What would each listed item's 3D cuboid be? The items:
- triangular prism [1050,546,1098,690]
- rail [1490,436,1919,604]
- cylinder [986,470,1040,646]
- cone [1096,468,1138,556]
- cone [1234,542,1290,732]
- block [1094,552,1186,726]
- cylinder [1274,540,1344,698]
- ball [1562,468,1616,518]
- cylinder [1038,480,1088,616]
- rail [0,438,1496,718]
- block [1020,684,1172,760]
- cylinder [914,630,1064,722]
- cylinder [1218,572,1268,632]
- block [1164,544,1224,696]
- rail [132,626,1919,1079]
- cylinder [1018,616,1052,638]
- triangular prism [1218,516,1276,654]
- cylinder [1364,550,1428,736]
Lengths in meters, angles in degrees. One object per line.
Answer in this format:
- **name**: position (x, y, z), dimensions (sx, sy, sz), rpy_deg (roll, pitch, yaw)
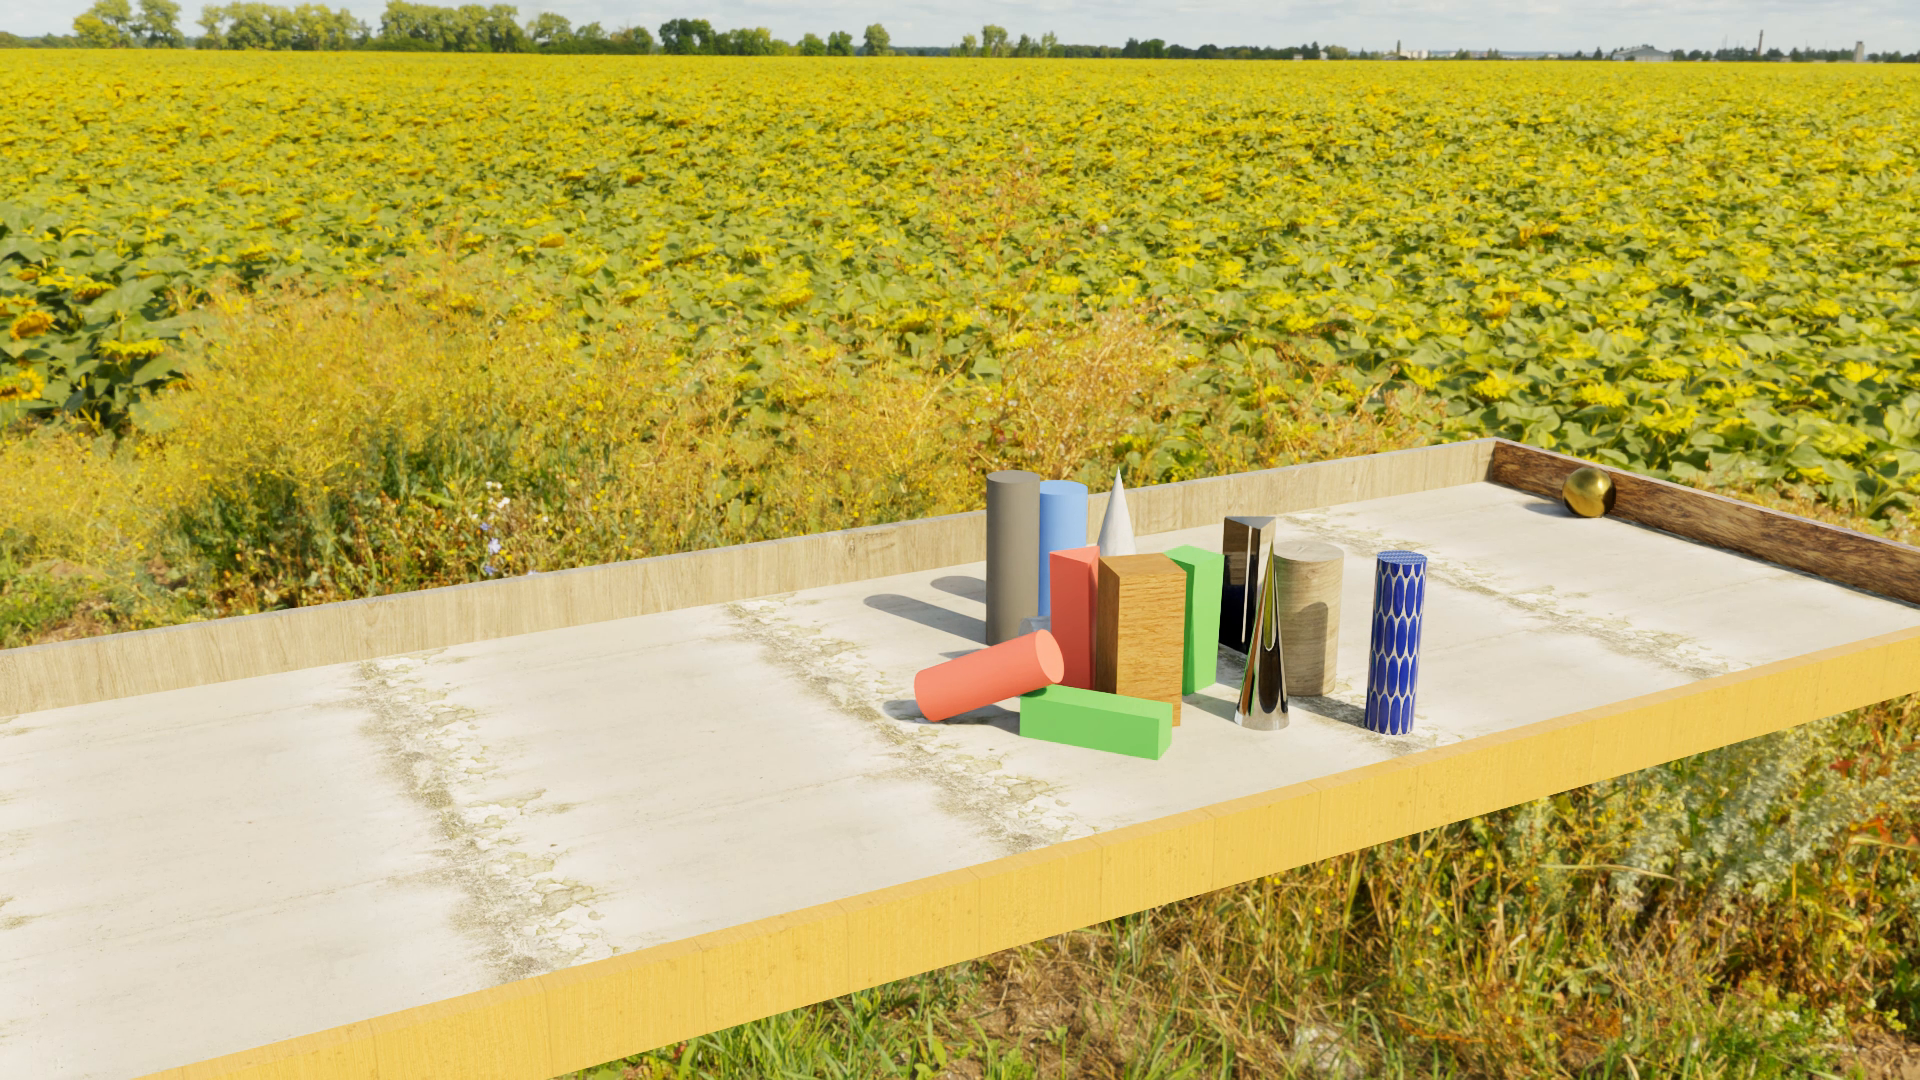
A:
- **triangular prism**: position (0.305, 0.199, 4.030), dimensions (0.126, 0.360, 0.109), rpy_deg (15, 25, 42)
- **rail**: position (2.466, -0.048, 5.253), dimensions (0.050, 0.150, 2.100), rpy_deg (-9, 18, -27)
- **cylinder**: position (0.139, 0.053, 4.364), dimensions (0.140, 0.456, 0.140), rpy_deg (0, 16, 0)
- **cone**: position (0.460, -0.040, 4.842), dimensions (0.176, 0.365, 0.176), rpy_deg (0, 16, 0)
- **cone**: position (0.715, 0.209, 3.838), dimensions (0.128, 0.454, 0.128), rpy_deg (0, 16, 0)
- **block**: position (0.421, 0.238, 3.872), dimensions (0.160, 0.379, 0.160), rpy_deg (-4, 17, -13)
- **cylinder**: position (0.848, 0.194, 4.079), dimensions (0.178, 0.348, 0.178), rpy_deg (0, 16, 0)
- **ball**: position (2.134, -0.162, 5.601), dimensions (0.171, 0.171, 0.171), rpy_deg (0, 16, 0)
- **cylinder**: position (0.272, 0.031, 4.599), dimensions (0.160, 0.367, 0.160), rpy_deg (0, 16, 0)
- **rail**: position (-3.305, 0.497, 3.399), dimensions (12.000, 0.150, 0.050), rpy_deg (-9, 18, -27)
- **block**: position (0.310, 0.412, 3.774), dimensions (0.332, 0.100, 0.100), rpy_deg (7, 18, 23)
- **cylinder**: position (0.065, 0.316, 3.825), dimensions (0.332, 0.127, 0.127), rpy_deg (-21, 6, 27)
- **cylinder**: position (0.695, 0.181, 4.493), dimensions (0.307, 0.139, 0.139), rpy_deg (-11, 20, -34)
- **block**: position (0.559, 0.197, 4.078), dimensions (0.117, 0.339, 0.117), rpy_deg (-16, 24, -42)
- **rail**: position (-2.336, 1.006, 1.665), dimensions (12.000, 0.150, 0.050), rpy_deg (-9, 18, -27)
- **cylinder**: position (0.337, 0.261, 4.182), dimensions (0.349, 0.161, 0.161), rpy_deg (-5, 17, -16)
- **triangular prism**: position (0.778, 0.113, 4.352), dimensions (0.117, 0.347, 0.135), rpy_deg (-10, 19, -31)
- **cylinder**: position (1.006, 0.238, 3.813), dimensions (0.113, 0.414, 0.113), rpy_deg (0, 16, 0)
